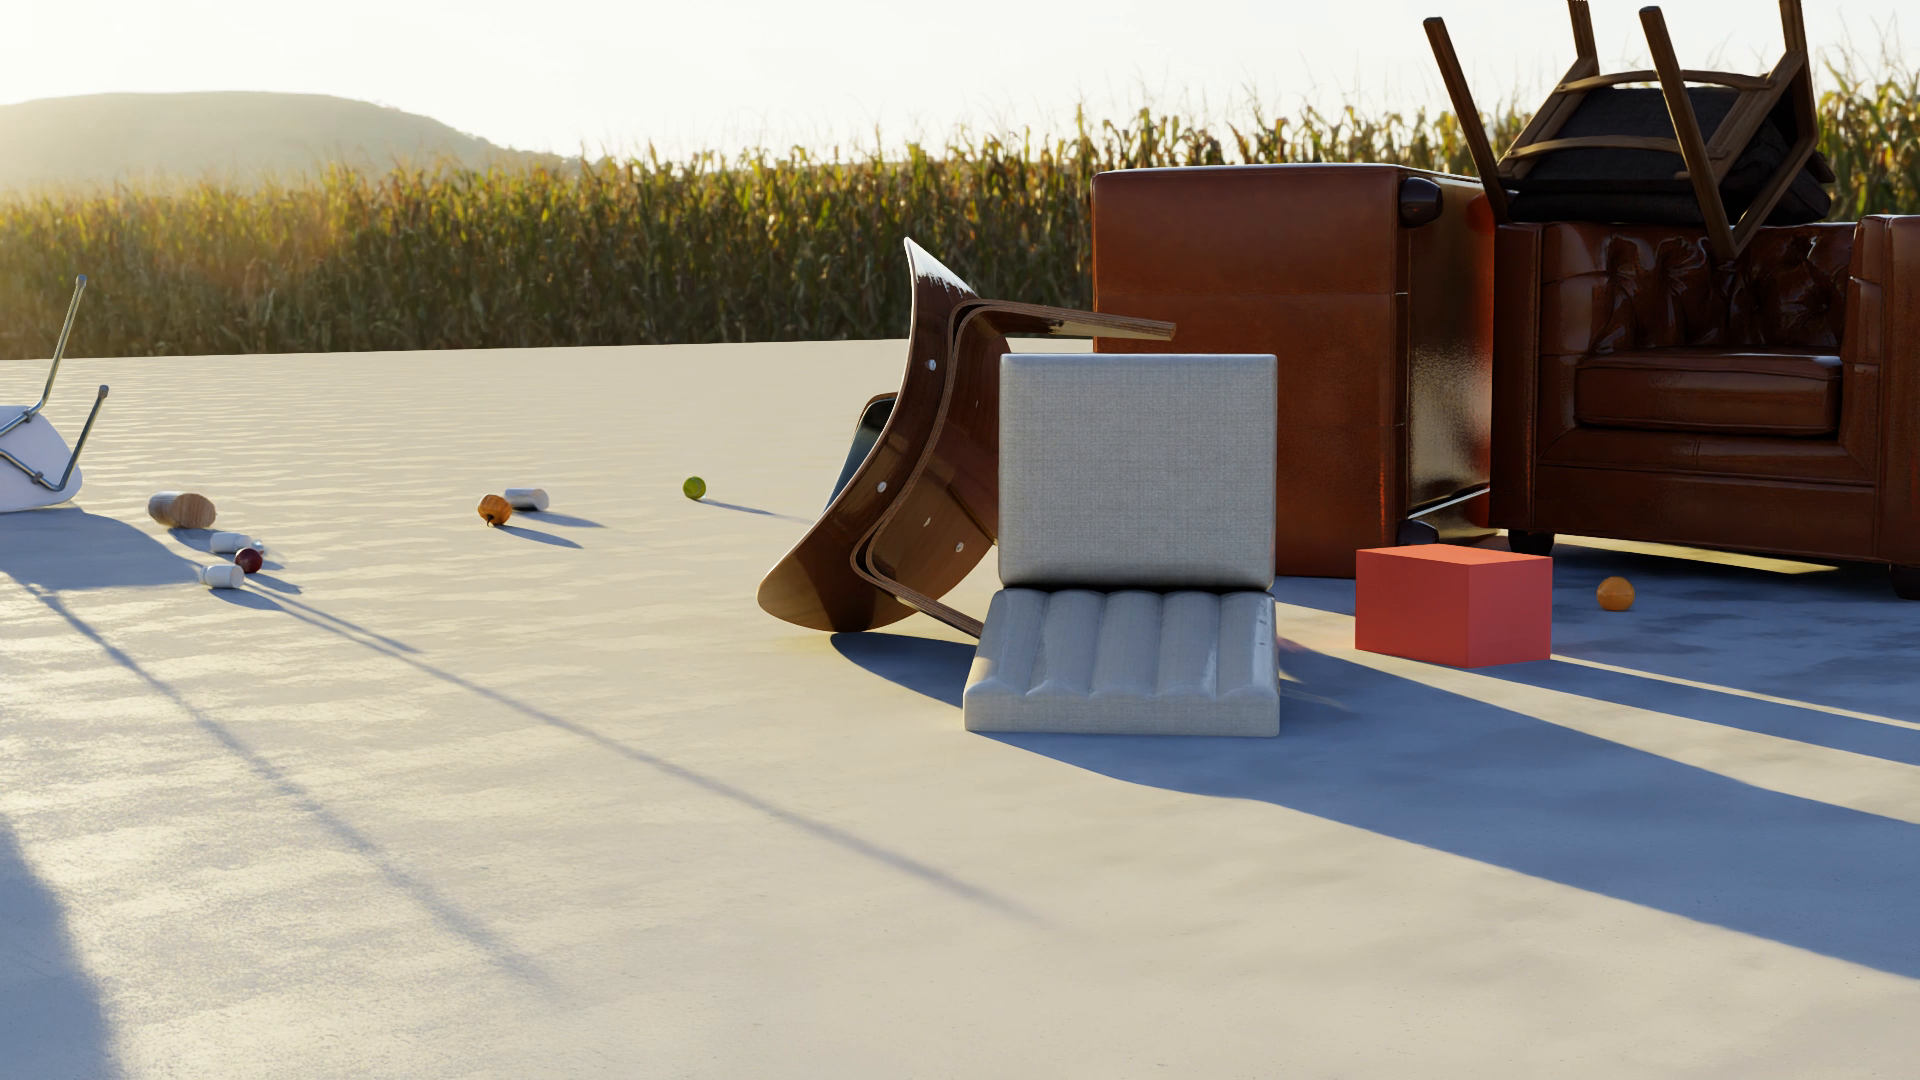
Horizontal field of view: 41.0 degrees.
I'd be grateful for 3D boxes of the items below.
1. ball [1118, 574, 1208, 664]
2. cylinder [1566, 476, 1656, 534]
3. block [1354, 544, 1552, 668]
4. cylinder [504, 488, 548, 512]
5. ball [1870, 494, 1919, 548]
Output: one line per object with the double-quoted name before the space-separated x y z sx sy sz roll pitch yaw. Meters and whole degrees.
"ball" 0.346 0.135 4.361 0.152 0.152 0.152 0 6 0
"cylinder" 1.680 -0.090 6.620 0.186 0.122 0.180 36 25 30
"block" 0.858 0.111 4.472 0.199 0.176 0.276 -4 7 -34
"cylinder" -1.216 -0.114 7.197 0.088 0.059 0.101 2 -14 20
"ball" 2.279 -0.047 6.232 0.130 0.130 0.130 0 6 0
